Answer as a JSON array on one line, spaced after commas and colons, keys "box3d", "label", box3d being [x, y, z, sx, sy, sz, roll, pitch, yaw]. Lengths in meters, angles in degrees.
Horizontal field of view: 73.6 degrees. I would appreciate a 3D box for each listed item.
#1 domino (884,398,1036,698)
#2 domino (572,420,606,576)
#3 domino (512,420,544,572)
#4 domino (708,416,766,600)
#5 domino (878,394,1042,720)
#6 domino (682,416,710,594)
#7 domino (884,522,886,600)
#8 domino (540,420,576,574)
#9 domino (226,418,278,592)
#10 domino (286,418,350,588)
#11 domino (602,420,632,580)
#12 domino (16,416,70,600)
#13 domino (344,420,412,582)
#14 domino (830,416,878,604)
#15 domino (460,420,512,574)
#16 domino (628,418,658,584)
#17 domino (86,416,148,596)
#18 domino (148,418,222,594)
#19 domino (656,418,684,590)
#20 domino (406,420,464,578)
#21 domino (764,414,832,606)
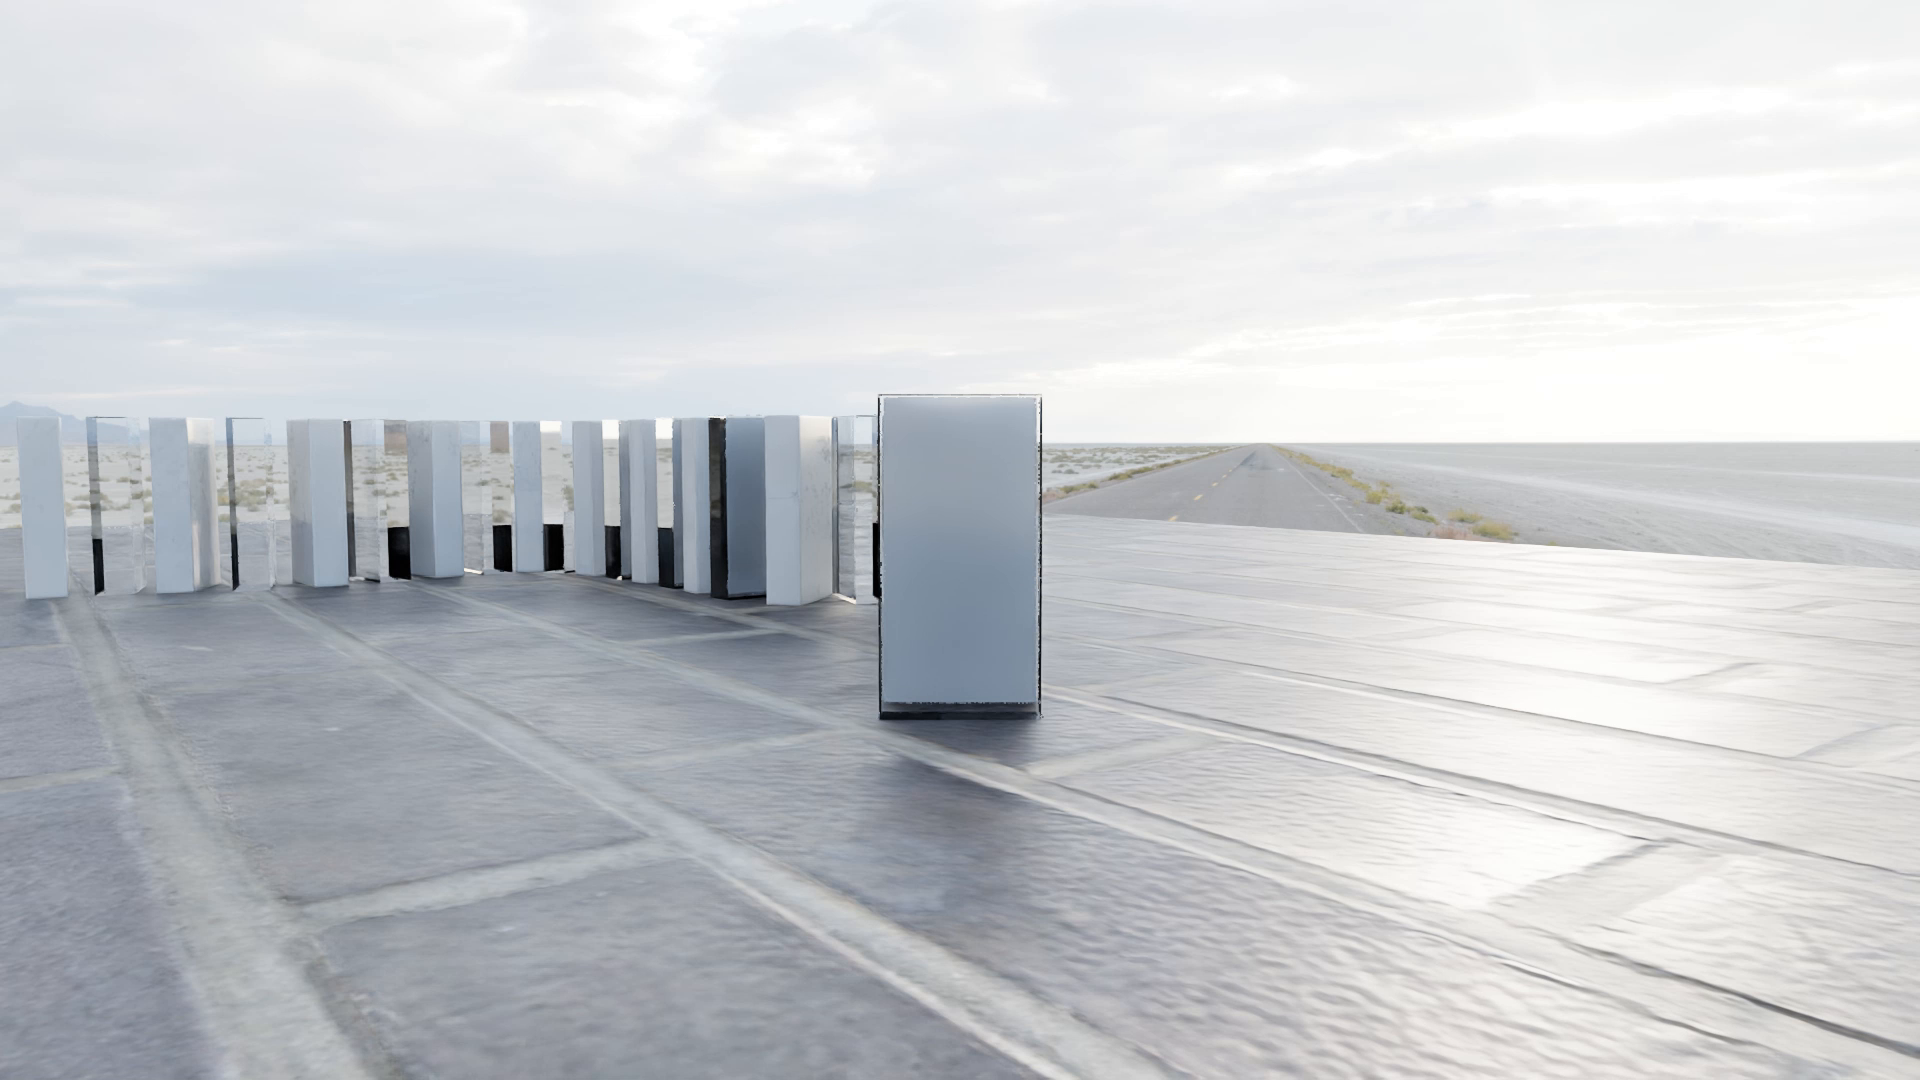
[{"box3d": [0.000, 0.001, 0.218, 0.025, 0.050, 0.010, 0, 4, 0], "label": "domino"}, {"box3d": [-0.114, -0.014, 0.423, 0.010, 0.050, 0.025, 3, 5, 37], "label": "domino"}, {"box3d": [-0.145, -0.015, 0.437, 0.010, 0.050, 0.025, -1, 4, -10], "label": "domino"}, {"box3d": [-0.057, -0.009, 0.359, 0.025, 0.050, 0.010, -4, 6, -40], "label": "domino"}, {"box3d": [0.000, 0.002, 0.201, 0.025, 0.050, 0.010, 0, 4, 0], "label": "domino"}, {"box3d": [-0.067, -0.010, 0.373, 0.025, 0.050, 0.010, -3, 5, -35], "label": "domino"}, {"box3d": [-0.010, -0.009, 0.355, 0.010, 0.050, 0.025, 3, 5, 34], "label": "domino"}, {"box3d": [-0.128, -0.015, 0.433, 0.010, 0.050, 0.025, 3, 5, 29], "label": "domino"}, {"box3d": [-0.211, -0.011, 0.382, 0.010, 0.050, 0.025, -2, 5, -24], "label": "domino"}, {"box3d": [-0.196, -0.012, 0.391, 0.010, 0.050, 0.025, -4, 6, -41], "label": "domino"}, {"box3d": [-0.101, -0.013, 0.412, 0.010, 0.050, 0.025, 4, 6, 45], "label": "domino"}, {"box3d": [-0.259, -0.010, 0.362, 0.009, 0.050, 0.025, -3, 5, -34], "label": "domino"}, {"box3d": [-0.184, -0.013, 0.403, 0.025, 0.050, 0.010, 4, 6, 42], "label": "domino"}, {"box3d": [-0.028, -0.009, 0.352, 0.010, 0.050, 0.025, -2, 5, -20], "label": "domino"}, {"box3d": [-0.160, -0.015, 0.428, 0.010, 0.050, 0.025, -4, 6, -41], "label": "domino"}, {"box3d": [-0.089, -0.012, 0.399, 0.025, 0.050, 0.010, -4, 6, -40], "label": "domino"}, {"box3d": [-0.244, -0.010, 0.371, 0.009, 0.050, 0.025, -2, 5, -26], "label": "domino"}, {"box3d": [-0.227, -0.011, 0.377, 0.009, 0.050, 0.025, -1, 4, -14], "label": "domino"}, {"box3d": [-0.078, -0.011, 0.386, 0.025, 0.050, 0.010, -4, 6, -42], "label": "domino"}, {"box3d": [-0.172, -0.014, 0.416, 0.025, 0.050, 0.010, 4, 6, 42], "label": "domino"}, {"box3d": [-0.043, -0.009, 0.348, 0.010, 0.050, 0.025, 1, 4, 13], "label": "domino"}]
